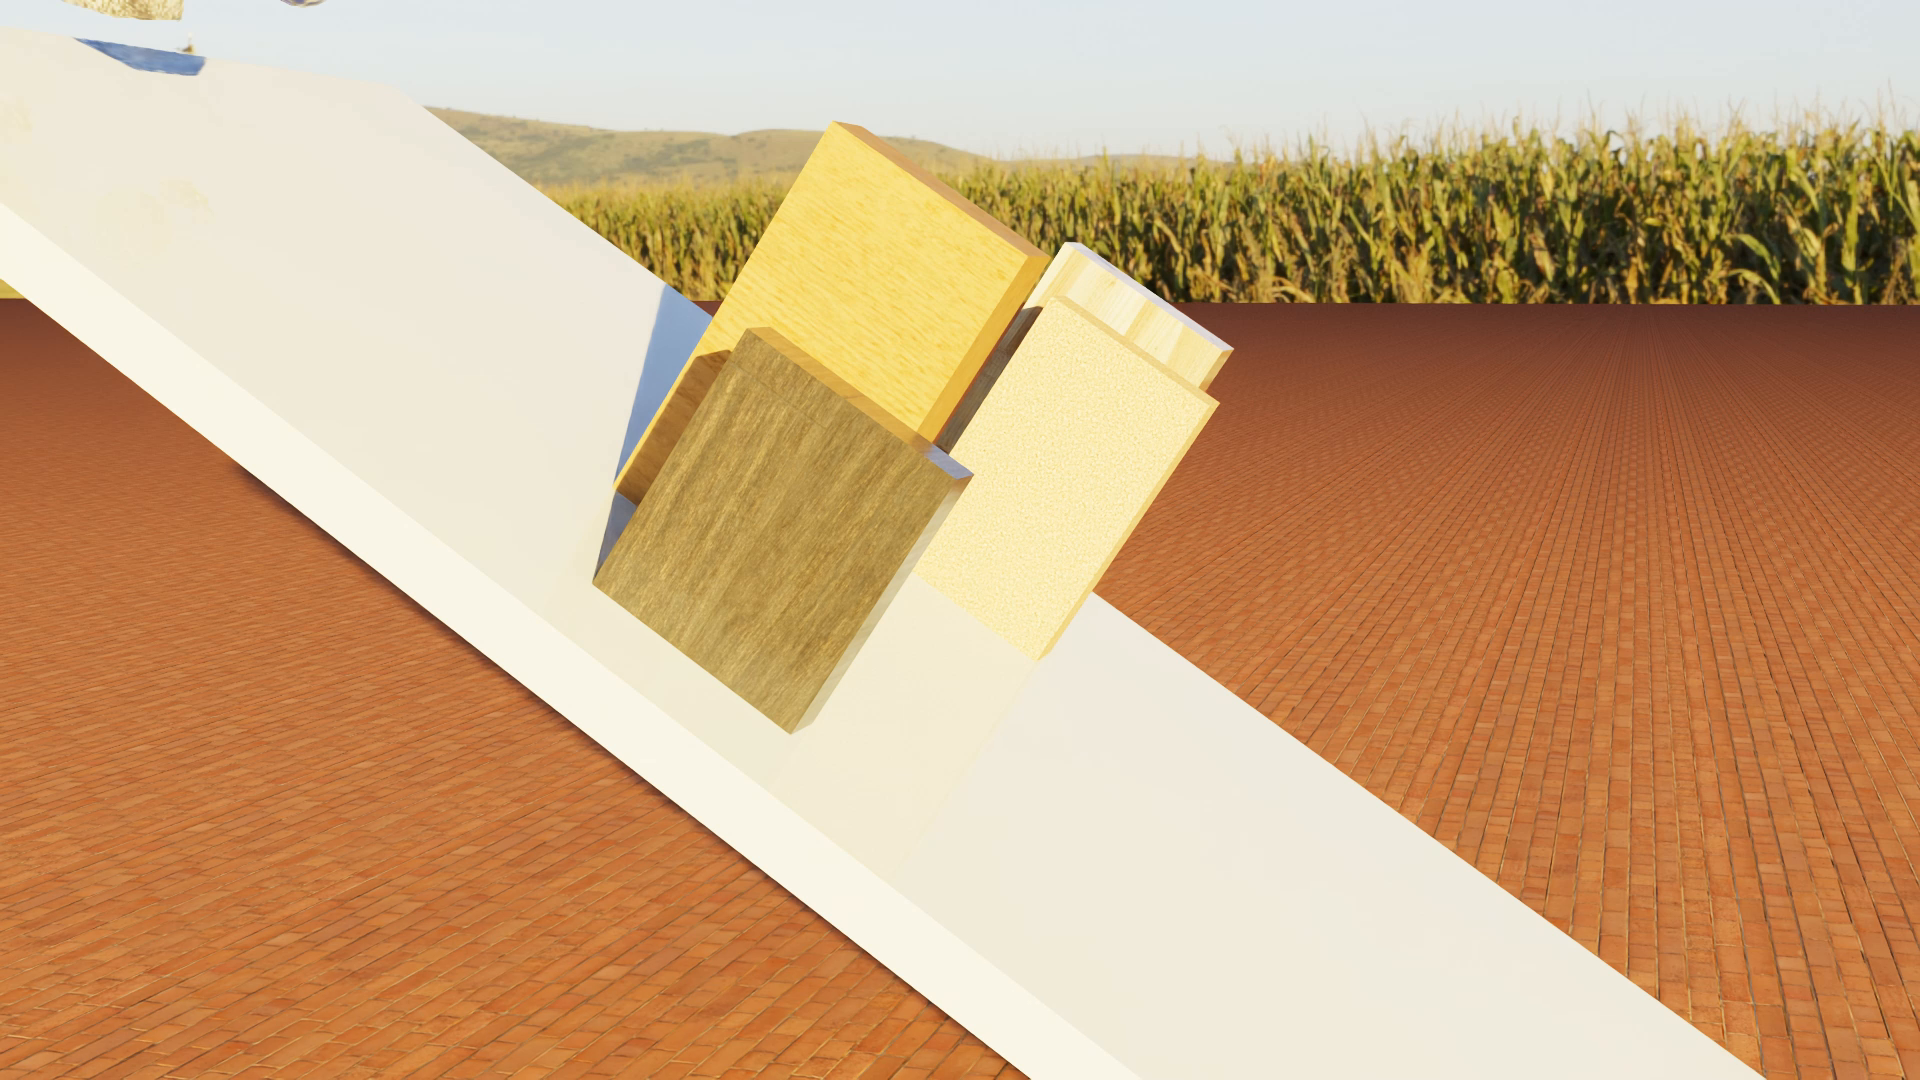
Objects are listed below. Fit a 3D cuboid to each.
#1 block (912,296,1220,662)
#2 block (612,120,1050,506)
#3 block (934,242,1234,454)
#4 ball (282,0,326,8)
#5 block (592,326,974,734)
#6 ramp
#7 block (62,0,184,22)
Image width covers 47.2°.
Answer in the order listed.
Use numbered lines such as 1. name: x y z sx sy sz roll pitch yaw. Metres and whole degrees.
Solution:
1. block: 0.178 -0.121 4.324 0.372 0.611 0.109 36 15 10
2. block: -0.226 -0.283 3.755 0.403 0.743 0.147 36 15 10
3. block: 0.209 -0.225 4.579 0.391 0.679 0.131 36 15 10
4. ball: -1.348 -1.176 4.498 0.167 0.167 0.167 0 7 0
5. block: -0.273 -0.015 3.343 0.393 0.475 0.093 36 15 10
6. ramp: -0.117 0.200 4.095 4.000 0.100 2.000 36 15 10
7. block: -1.520 -1.041 3.987 0.159 0.159 0.159 20 18 20
